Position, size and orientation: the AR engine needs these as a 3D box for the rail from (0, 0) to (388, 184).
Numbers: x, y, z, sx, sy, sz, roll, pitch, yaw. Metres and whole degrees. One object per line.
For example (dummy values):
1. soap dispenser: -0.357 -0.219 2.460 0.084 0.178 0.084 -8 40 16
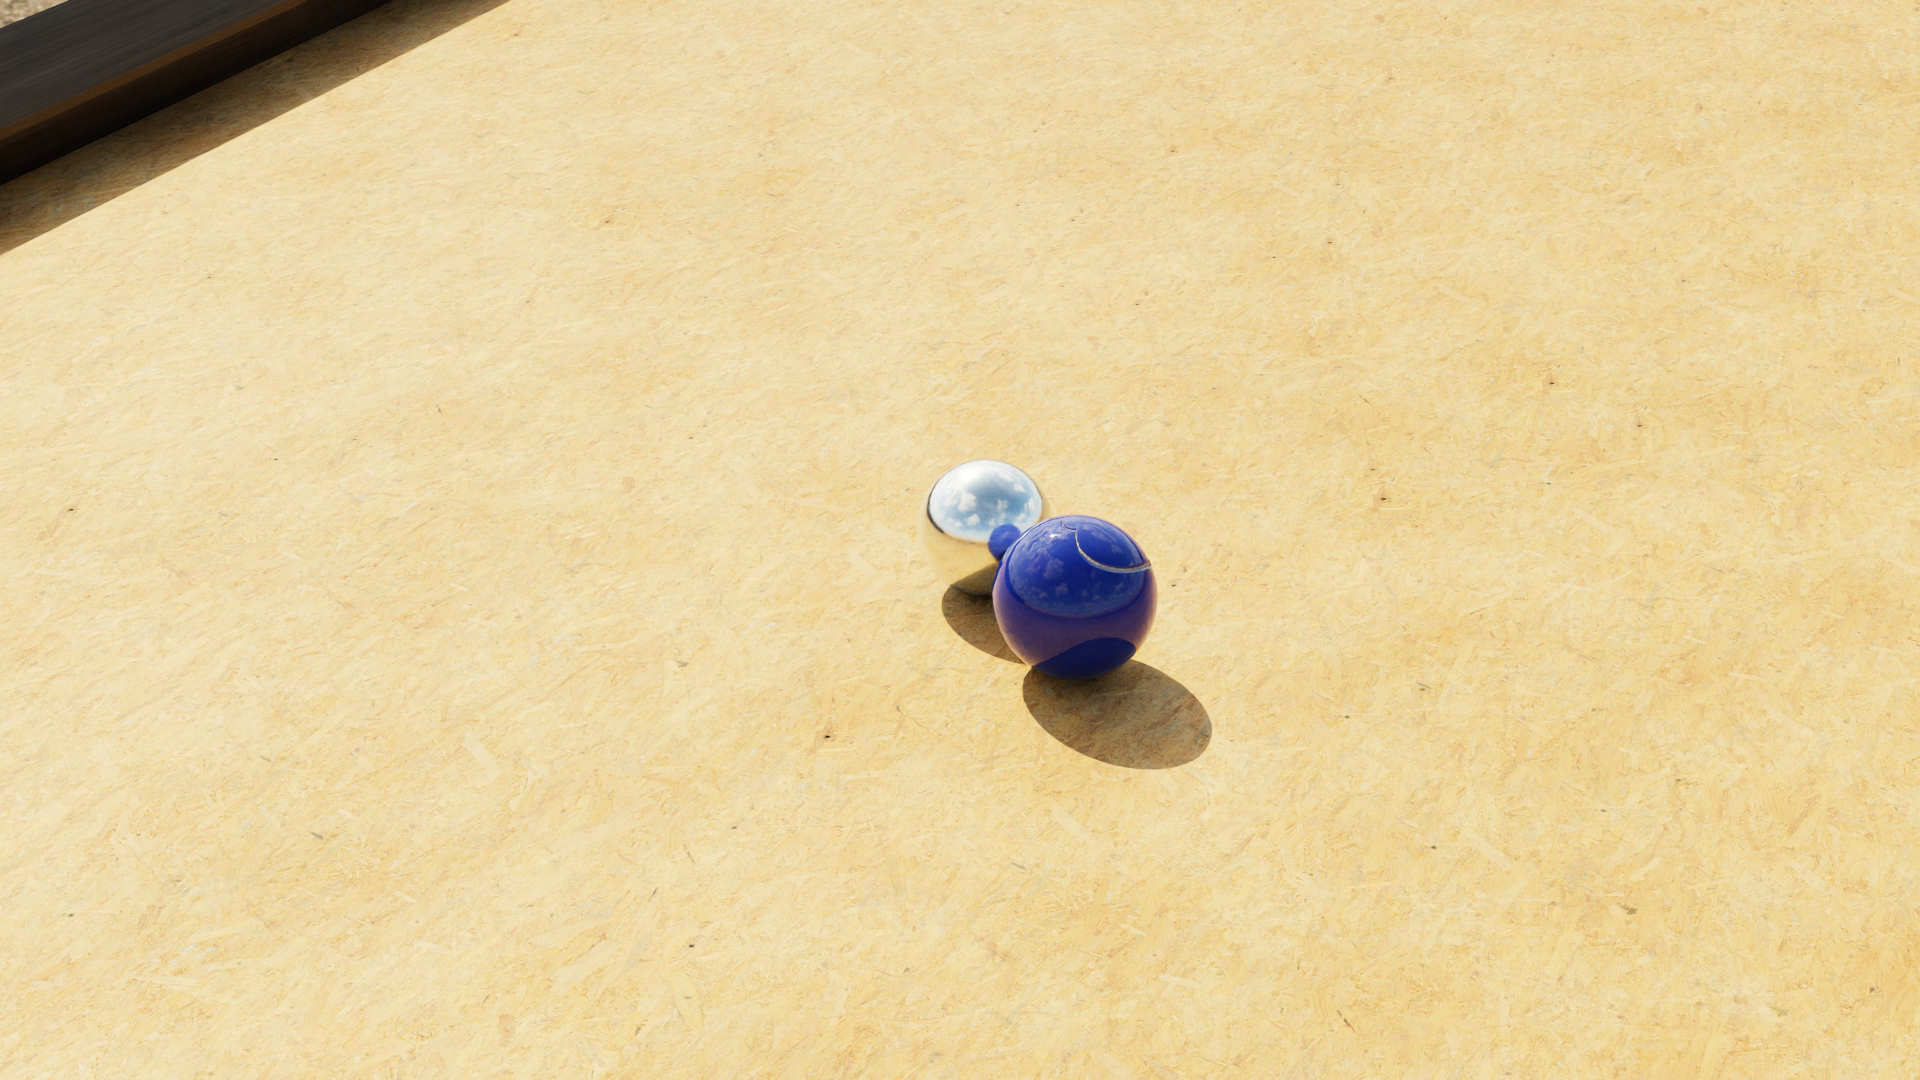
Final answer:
1. rail: -0.489 -0.591 2.810 0.045 0.120 3.689 12 30 22

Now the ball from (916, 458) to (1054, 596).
1. ball: 0.015 -0.008 1.727 0.081 0.081 0.081 0 27 0

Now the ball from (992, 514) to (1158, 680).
1. ball: 0.064 0.032 1.639 0.093 0.093 0.093 0 27 0
